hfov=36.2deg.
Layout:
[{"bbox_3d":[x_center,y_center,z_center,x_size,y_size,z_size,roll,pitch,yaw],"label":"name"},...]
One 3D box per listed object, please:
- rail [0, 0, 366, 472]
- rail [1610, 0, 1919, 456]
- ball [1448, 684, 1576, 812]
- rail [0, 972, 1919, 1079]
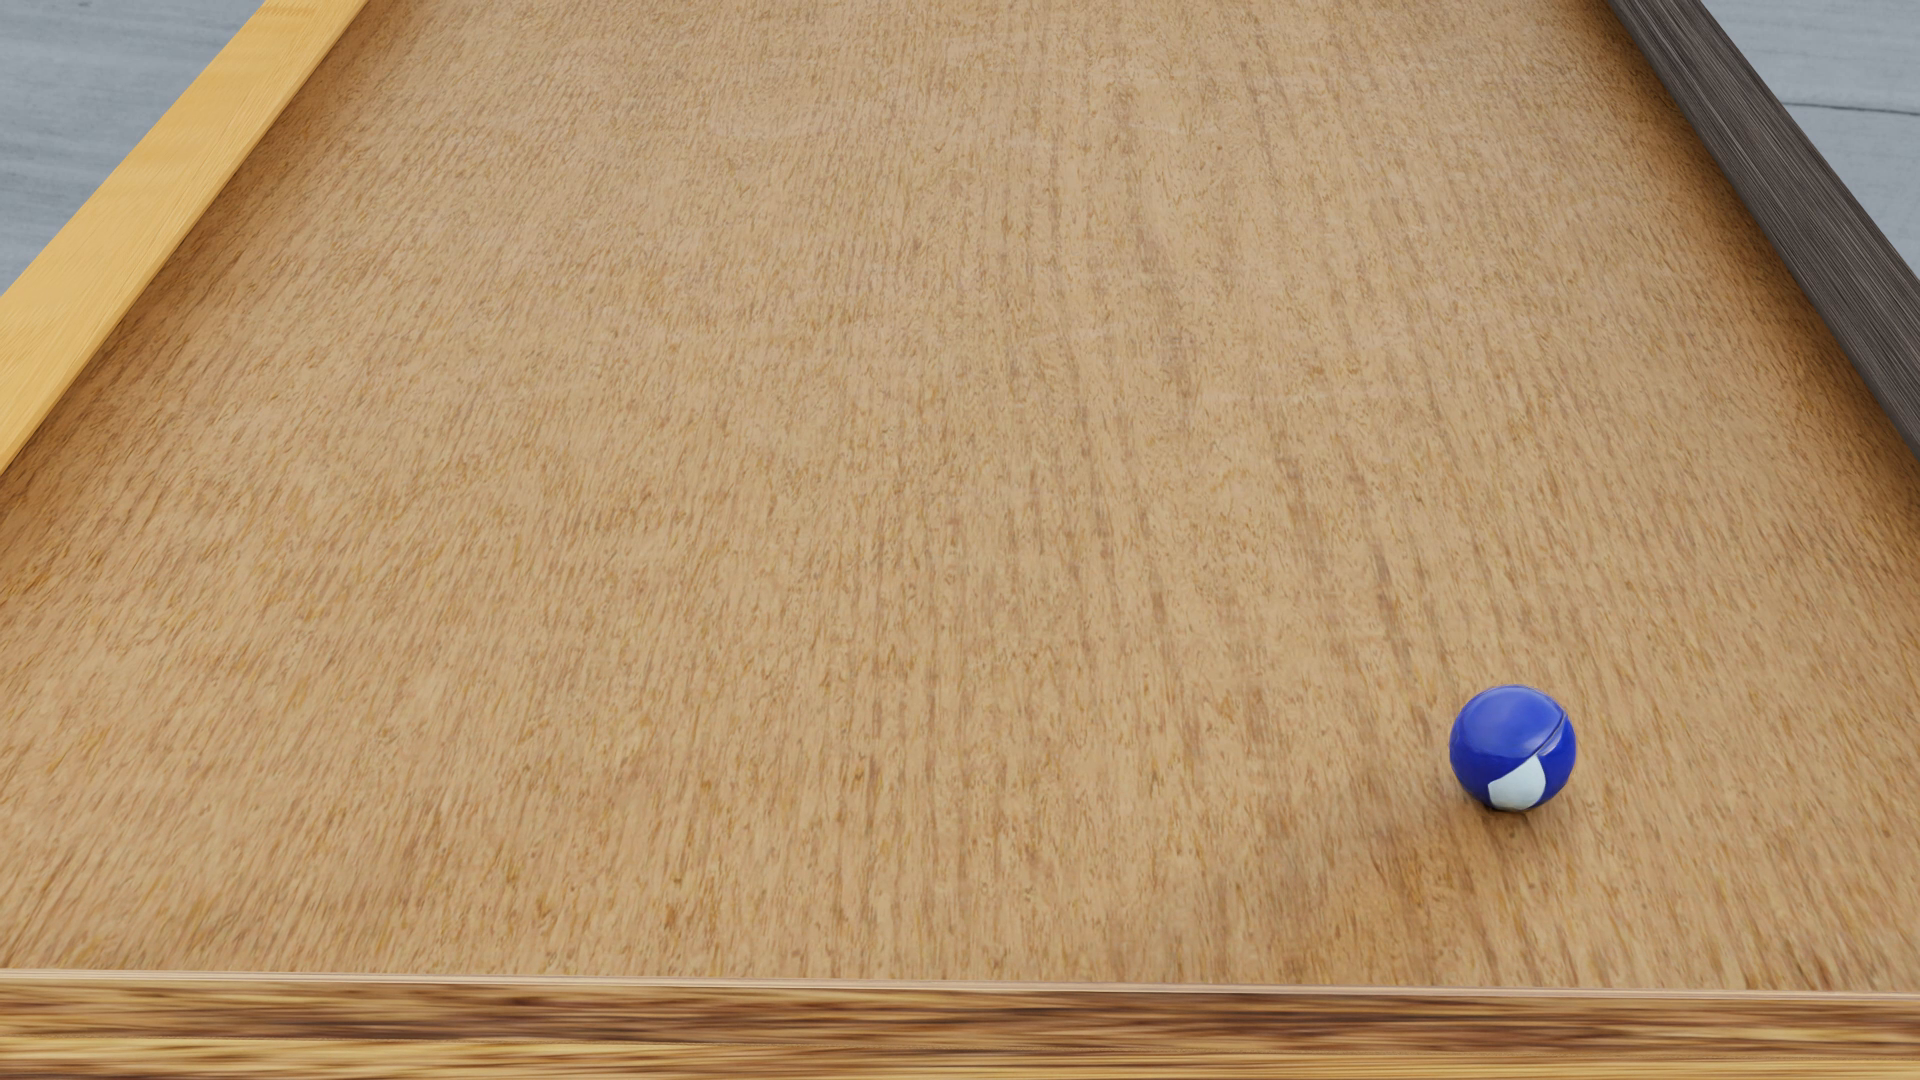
[{"bbox_3d":[-0.661,-0.299,2.517,0.045,0.116,2.551,1,25,1],"label":"rail"},{"bbox_3d":[0.688,-0.287,2.491,0.045,0.116,2.551,1,25,1],"label":"rail"},{"bbox_3d":[0.317,0.119,1.687,0.072,0.072,0.072,0,25,0],"label":"ball"},{"bbox_3d":[-0.013,0.243,1.373,1.396,0.116,0.045,1,25,1],"label":"rail"}]
